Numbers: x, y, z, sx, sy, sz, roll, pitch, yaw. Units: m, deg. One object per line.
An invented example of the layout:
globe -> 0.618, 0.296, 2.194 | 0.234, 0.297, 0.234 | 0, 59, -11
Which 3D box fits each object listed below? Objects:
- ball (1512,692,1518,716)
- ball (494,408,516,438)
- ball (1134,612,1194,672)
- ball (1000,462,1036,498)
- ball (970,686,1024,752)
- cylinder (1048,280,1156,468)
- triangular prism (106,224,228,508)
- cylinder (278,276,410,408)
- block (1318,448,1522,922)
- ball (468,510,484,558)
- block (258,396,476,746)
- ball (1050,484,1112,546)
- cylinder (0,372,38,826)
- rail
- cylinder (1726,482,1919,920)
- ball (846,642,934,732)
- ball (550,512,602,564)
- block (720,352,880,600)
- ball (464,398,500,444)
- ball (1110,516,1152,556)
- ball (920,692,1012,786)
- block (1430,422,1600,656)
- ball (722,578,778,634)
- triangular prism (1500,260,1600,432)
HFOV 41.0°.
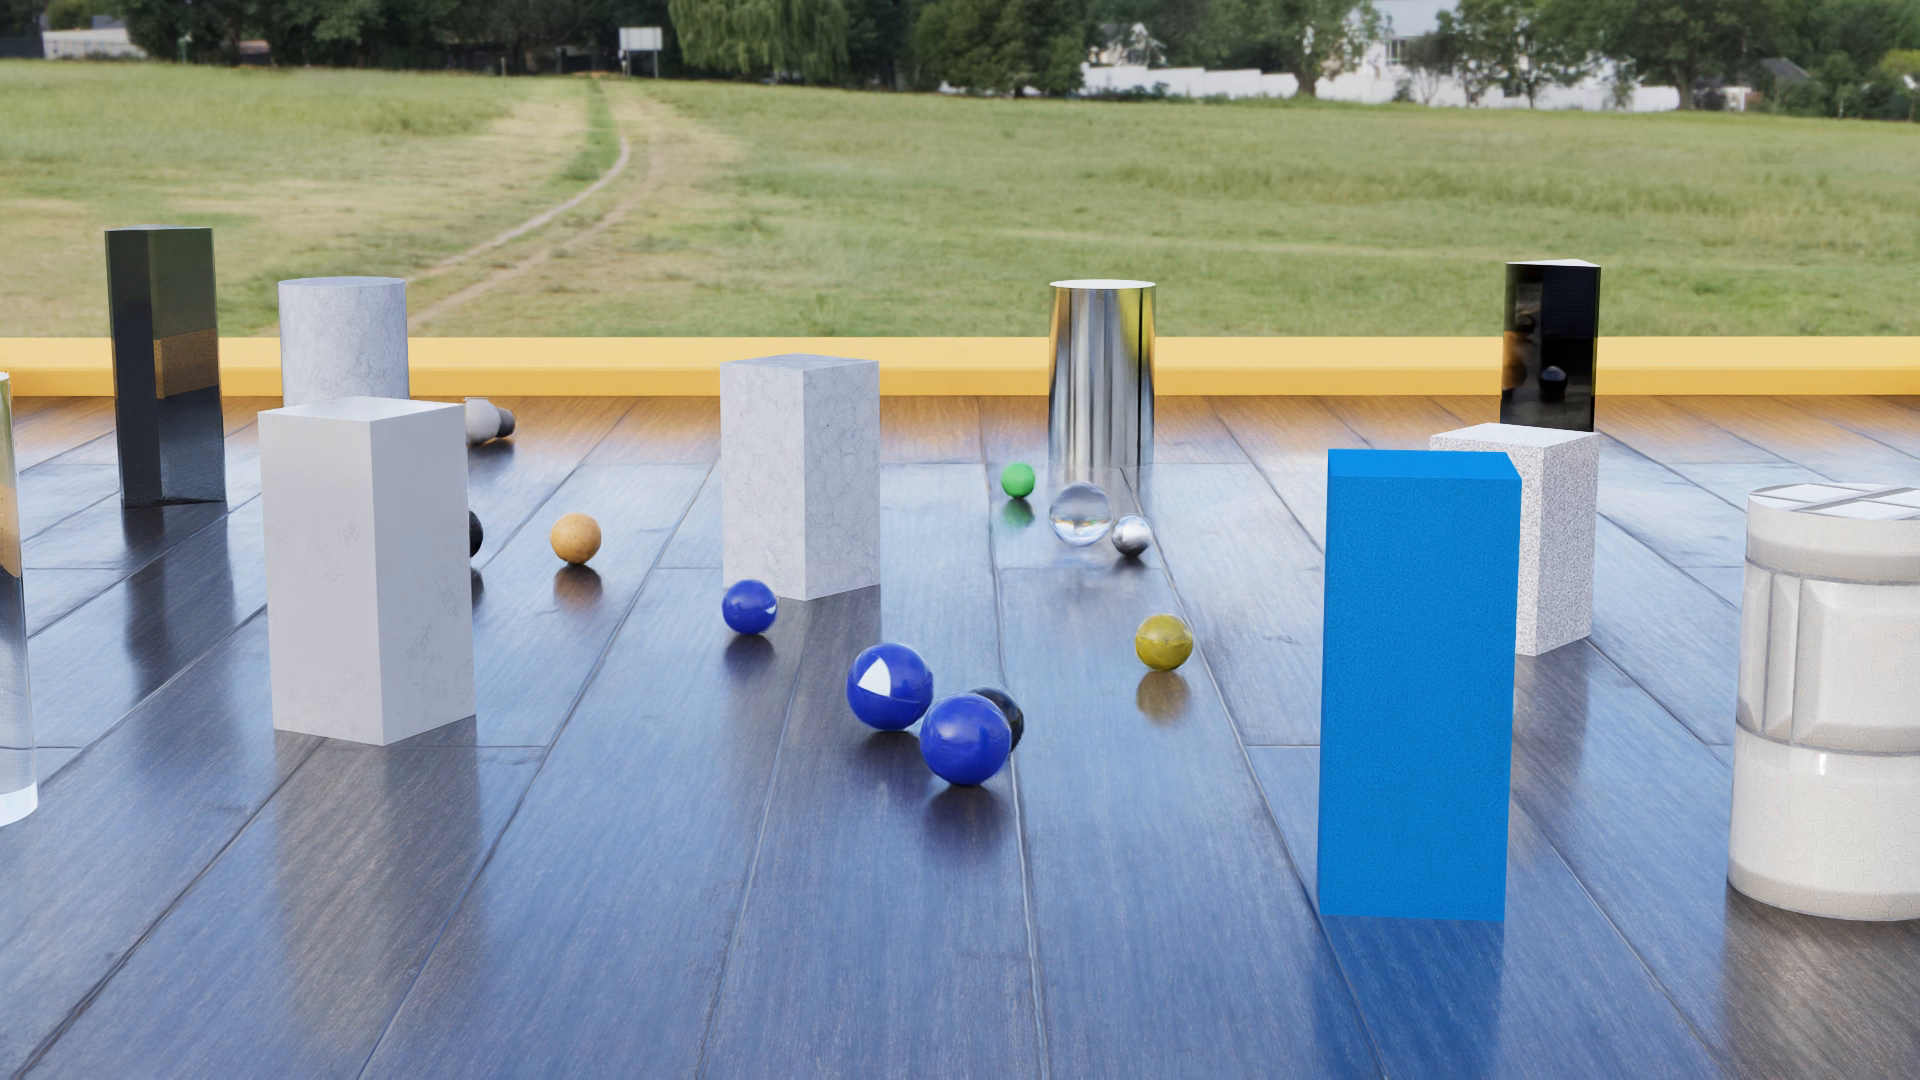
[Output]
ball -> 0.596, 0.181, 2.865 | 0.052, 0.052, 0.052 | 0, 10, 0
ball -> -0.907, -0.231, 5.062 | 0.060, 0.060, 0.060 | 0, 10, 0
ball -> 0.248, 0.124, 3.118 | 0.072, 0.072, 0.072 | 0, 10, 0
ball -> 0.099, -0.101, 4.365 | 0.060, 0.060, 0.060 | 0, 10, 0
ball -> 0.029, 0.194, 2.717 | 0.079, 0.079, 0.079 | 0, 10, 0
cylinder -> 0.263, -0.310, 4.757 | 0.197, 0.328, 0.197 | 0, 10, 0
triangular prism -> -1.348, -0.297, 4.323 | 0.170, 0.460, 0.148 | -5, 12, -25
cylinder -> -0.976, -0.217, 4.085 | 0.197, 0.389, 0.197 | 0, 10, 0
block -> 0.400, 0.123, 2.260 | 0.157, 0.385, 0.157 | 1, 11, 7
ball -> -0.748, -0.008, 3.793 | 0.086, 0.086, 0.086 | 0, 10, 0
block -> -0.657, 0.029, 2.851 | 0.157, 0.355, 0.157 | 6, 12, 28
ball -> 0.185, -0.039, 3.925 | 0.097, 0.097, 0.097 | 0, 10, 0
cylinder -> -1.014, 0.058, 2.494 | 0.197, 0.429, 0.197 | 0, 10, 0
rail -> -0.013, -0.383, 5.692 | 4.393, 0.128, 0.045 | 0, 10, 0
cylinder -> 0.792, 0.138, 2.275 | 0.197, 0.350, 0.197 | 0, 10, 0
ball -> -0.077, 0.162, 2.838 | 0.098, 0.098, 0.098 | 0, 10, 0
ball -> -0.567, -0.003, 3.789 | 0.076, 0.076, 0.076 | 0, 10, 0
block -> -0.224, -0.093, 3.610 | 0.157, 0.318, 0.157 | 8, 13, 38
ball -> -0.937, -0.231, 4.988 | 0.088, 0.088, 0.088 | 0, 10, 0
ball -> 0.257, -0.006, 3.848 | 0.061, 0.061, 0.061 | 0, 10, 0
ball -> 0.006, 0.203, 2.625 | 0.094, 0.094, 0.094 | 0, 10, 0
block -> 0.706, -0.005, 3.285 | 0.157, 0.263, 0.157 | 8, 13, 38
ball -> -0.273, 0.086, 3.319 | 0.073, 0.073, 0.073 | 0, 10, 0
triangular prism -> 1.093, -0.319, 4.677 | 0.170, 0.374, 0.148 | 6, 12, 29
